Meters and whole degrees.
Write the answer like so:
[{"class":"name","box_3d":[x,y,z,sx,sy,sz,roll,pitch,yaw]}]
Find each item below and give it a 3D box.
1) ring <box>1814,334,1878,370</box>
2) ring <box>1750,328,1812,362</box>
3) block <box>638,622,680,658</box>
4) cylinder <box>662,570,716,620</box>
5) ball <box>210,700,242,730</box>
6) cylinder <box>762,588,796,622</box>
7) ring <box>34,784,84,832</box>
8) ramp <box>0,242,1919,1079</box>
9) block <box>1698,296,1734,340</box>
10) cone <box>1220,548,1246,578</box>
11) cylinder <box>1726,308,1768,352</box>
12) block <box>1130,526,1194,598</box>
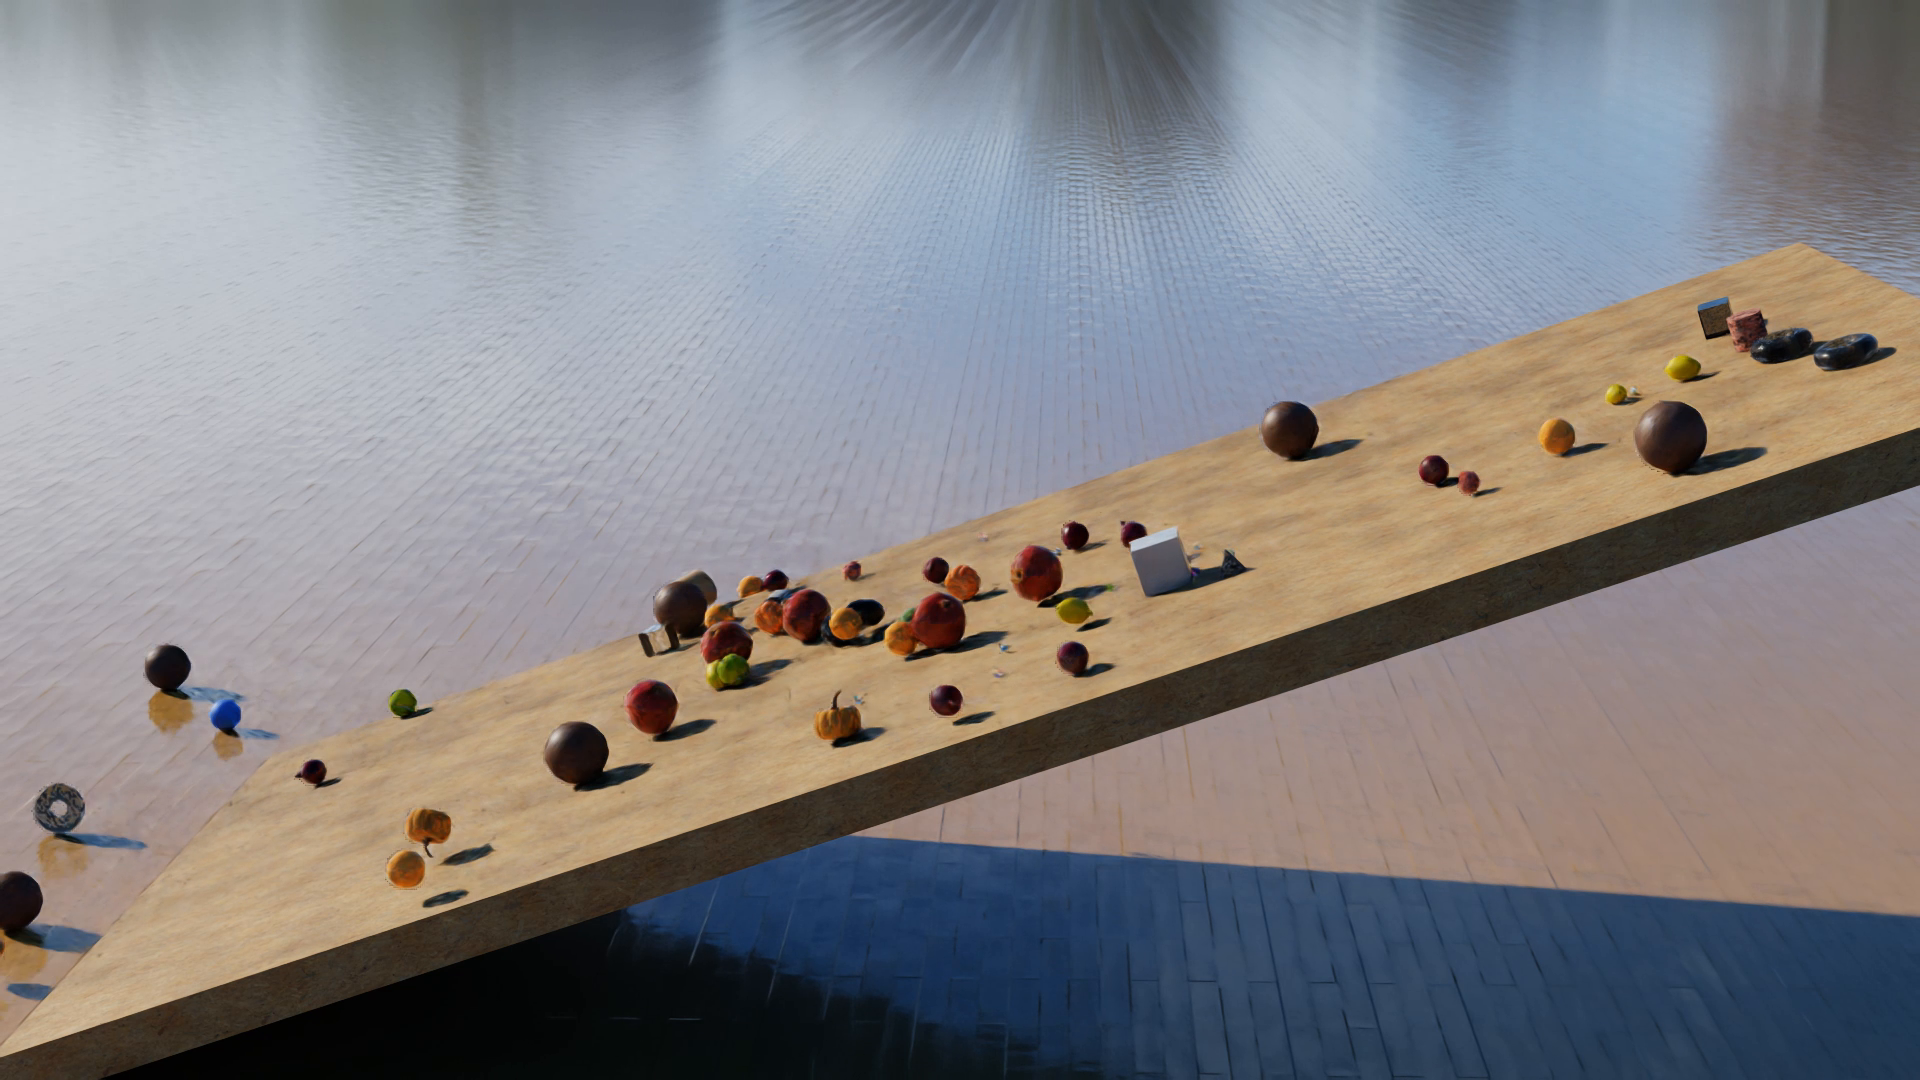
[{"class":"ring","box_3d":[1.735,-0.369,5.762,0.125,0.042,0.125,-20,11,4]},{"class":"ring","box_3d":[1.676,-0.398,6.001,0.127,0.042,0.127,-18,11,3]},{"class":"block","box_3d":[-0.719,0.238,7.035,0.061,0.061,0.061,-10,15,41]},{"class":"cylinder","box_3d":[-0.677,0.137,7.350,0.098,0.098,0.098,10,28,37]},{"class":"ball","box_3d":[-2.011,0.478,8.054,0.085,0.085,0.085,0,12,0]},{"class":"cylinder","box_3d":[-0.425,0.155,6.911,0.065,0.065,0.065,2,16,10]},{"class":"ring","box_3d":[-2.194,0.654,7.165,0.121,0.121,0.040,-1,4,-5]},{"class":"ramp","box_3d":[0.110,0.179,6.302,4.000,0.100,2.000,-19,11,6]},{"class":"block","box_3d":[1.648,-0.483,6.400,0.066,0.066,0.066,-16,12,19]},{"class":"cone","box_3d":[0.533,0.040,5.836,0.054,0.054,0.054,-19,11,4]},{"class":"cylinder","box_3d":[1.652,-0.439,6.165,0.072,0.072,0.072,-19,11,4]},{"class":"block","box_3d":[0.405,0.044,5.919,0.099,0.099,0.099,-18,11,7]}]
